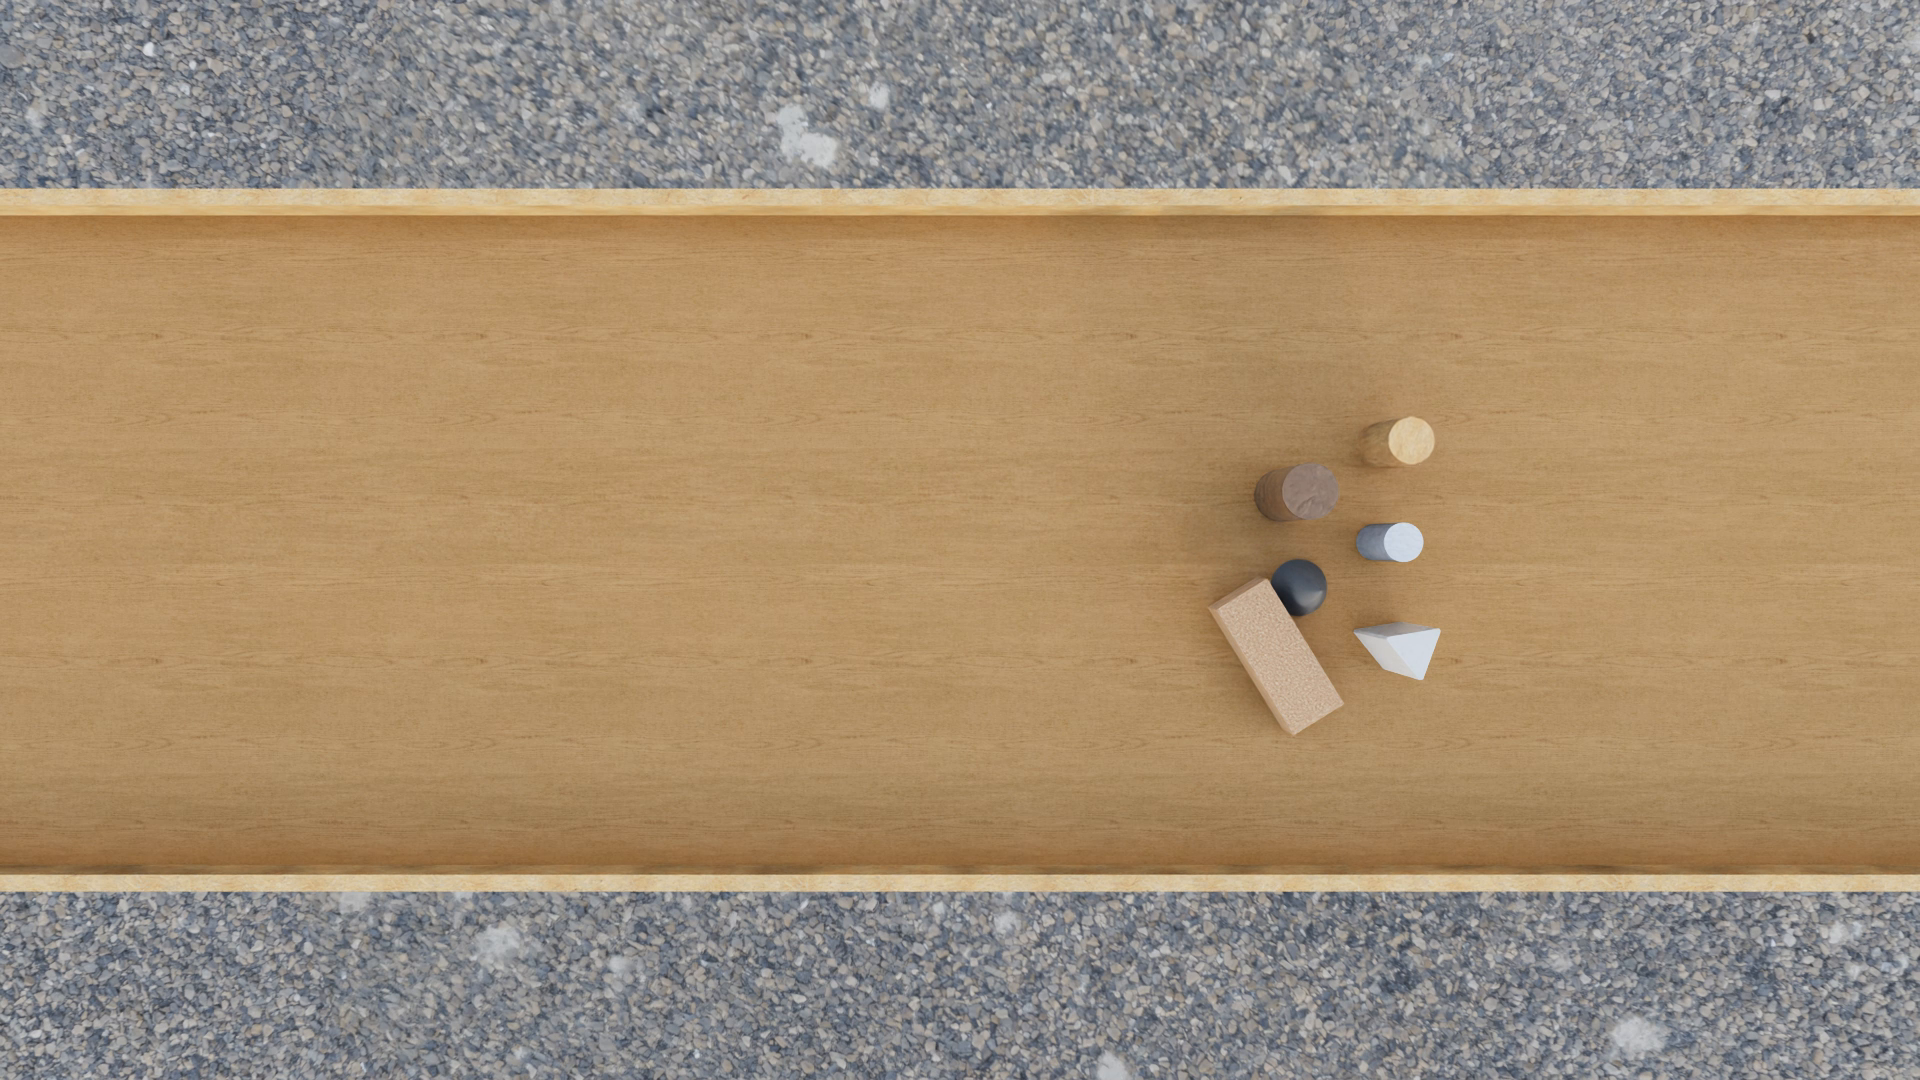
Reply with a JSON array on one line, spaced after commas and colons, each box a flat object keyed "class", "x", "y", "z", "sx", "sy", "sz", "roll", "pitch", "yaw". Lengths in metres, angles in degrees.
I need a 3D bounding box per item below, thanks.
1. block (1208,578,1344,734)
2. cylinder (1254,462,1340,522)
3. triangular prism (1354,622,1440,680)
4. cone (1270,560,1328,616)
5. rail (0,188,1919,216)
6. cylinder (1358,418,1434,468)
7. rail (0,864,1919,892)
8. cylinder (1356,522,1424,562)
[{"class": "block", "x": 0.952, "y": 0.347, "z": 4.988, "sx": 0.177, "sy": 0.177, "sz": 0.438, "roll": -32, "pitch": 90, "yaw": 0}, {"class": "cylinder", "x": 0.986, "y": -0.137, "z": 4.857, "sx": 0.161, "sy": 0.439, "sz": 0.161, "roll": 0, "pitch": 90, "yaw": 0}, {"class": "triangular prism", "x": 1.311, "y": 0.296, "z": 4.877, "sx": 0.132, "sy": 0.400, "sz": 0.153, "roll": -39, "pitch": 90, "yaw": 0}, {"class": "cone", "x": 1.043, "y": 0.146, "z": 4.911, "sx": 0.176, "sy": 0.331, "sz": 0.176, "roll": 0, "pitch": 90, "yaw": 0}, {"class": "rail", "x": -2.247, "y": -1.025, "z": 5.002, "sx": 12.000, "sy": 0.150, "sz": 0.050, "roll": 0, "pitch": 90, "yaw": 0}, {"class": "cylinder", "x": 1.297, "y": -0.289, "z": 4.922, "sx": 0.136, "sy": 0.302, "sz": 0.136, "roll": 0, "pitch": 91, "yaw": -3}, {"class": "rail", "x": -2.247, "y": 1.025, "z": 5.001, "sx": 12.000, "sy": 0.150, "sz": 0.050, "roll": 0, "pitch": 90, "yaw": 0}, {"class": "cylinder", "x": 1.276, "y": 0.007, "z": 4.910, "sx": 0.113, "sy": 0.334, "sz": 0.113, "roll": 0, "pitch": 90, "yaw": 0}]
